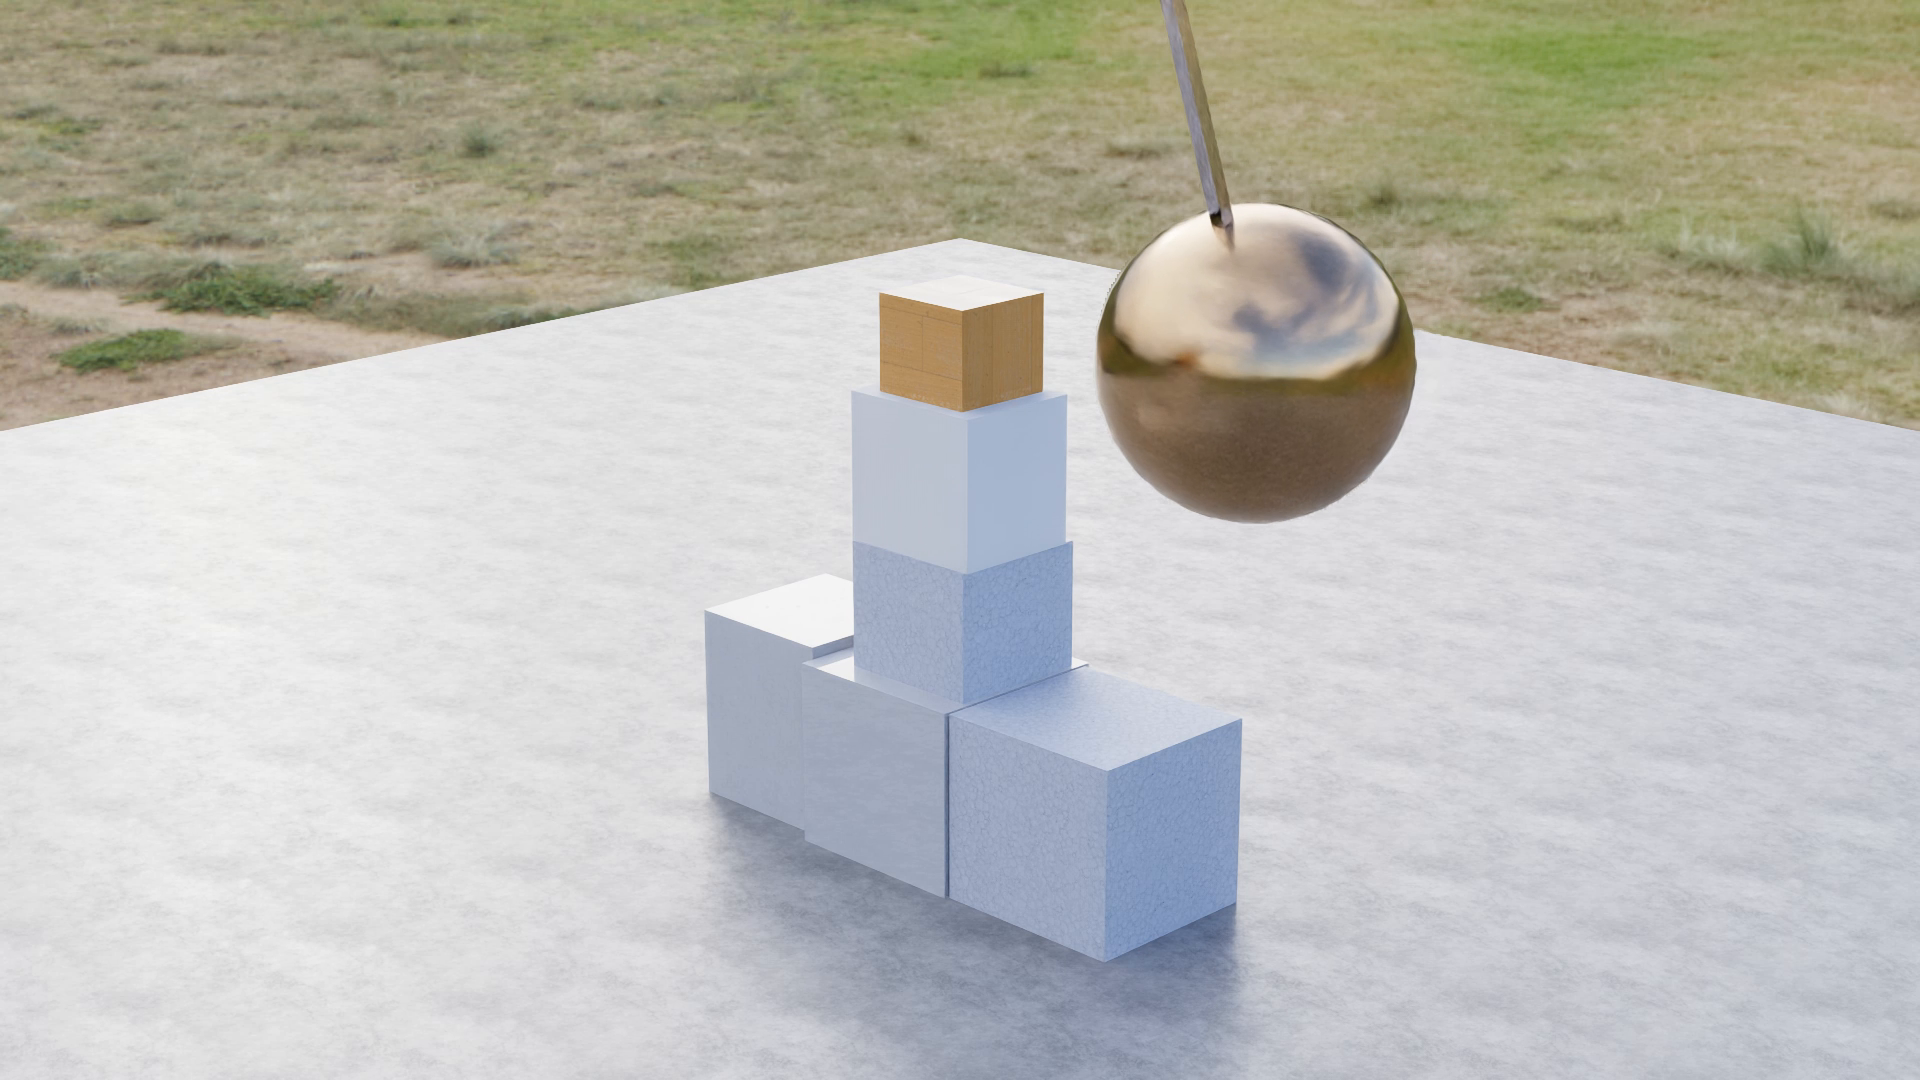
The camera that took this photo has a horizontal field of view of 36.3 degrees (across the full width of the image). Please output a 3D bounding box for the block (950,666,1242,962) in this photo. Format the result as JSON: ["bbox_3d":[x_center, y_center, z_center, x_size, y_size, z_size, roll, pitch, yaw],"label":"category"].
[{"bbox_3d":[0.598,1.198,13.062,0.884,0.883,0.943,-17,24,-42],"label":"block"}]

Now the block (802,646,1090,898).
[{"bbox_3d":[-0.067,0.992,13.708,0.945,0.887,0.936,-17,24,-42],"label":"block"}]

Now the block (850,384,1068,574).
[{"bbox_3d":[-0.005,-0.328,13.233,0.634,0.701,0.737,-17,24,-42],"label":"block"}]

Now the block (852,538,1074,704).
[{"bbox_3d":[0.013,0.291,13.447,0.711,0.608,0.712,-17,24,-42],"label":"block"}]

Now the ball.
[{"bbox_3d":[1.467,-0.879,14.603,1.600,1.600,1.600,0,17,0],"label":"ball"}]

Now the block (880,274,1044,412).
[{"bbox_3d":[0.007,-0.883,13.071,0.513,0.454,0.520,-17,24,-42],"label":"block"}]

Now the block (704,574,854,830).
[{"bbox_3d":[-0.678,0.782,14.284,0.796,0.942,0.775,-17,24,-42],"label":"block"}]

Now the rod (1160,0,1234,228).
[{"bbox_3d":[0.636,-3.673,12.854,0.080,5.200,0.080,17,44,42],"label":"rod"}]
